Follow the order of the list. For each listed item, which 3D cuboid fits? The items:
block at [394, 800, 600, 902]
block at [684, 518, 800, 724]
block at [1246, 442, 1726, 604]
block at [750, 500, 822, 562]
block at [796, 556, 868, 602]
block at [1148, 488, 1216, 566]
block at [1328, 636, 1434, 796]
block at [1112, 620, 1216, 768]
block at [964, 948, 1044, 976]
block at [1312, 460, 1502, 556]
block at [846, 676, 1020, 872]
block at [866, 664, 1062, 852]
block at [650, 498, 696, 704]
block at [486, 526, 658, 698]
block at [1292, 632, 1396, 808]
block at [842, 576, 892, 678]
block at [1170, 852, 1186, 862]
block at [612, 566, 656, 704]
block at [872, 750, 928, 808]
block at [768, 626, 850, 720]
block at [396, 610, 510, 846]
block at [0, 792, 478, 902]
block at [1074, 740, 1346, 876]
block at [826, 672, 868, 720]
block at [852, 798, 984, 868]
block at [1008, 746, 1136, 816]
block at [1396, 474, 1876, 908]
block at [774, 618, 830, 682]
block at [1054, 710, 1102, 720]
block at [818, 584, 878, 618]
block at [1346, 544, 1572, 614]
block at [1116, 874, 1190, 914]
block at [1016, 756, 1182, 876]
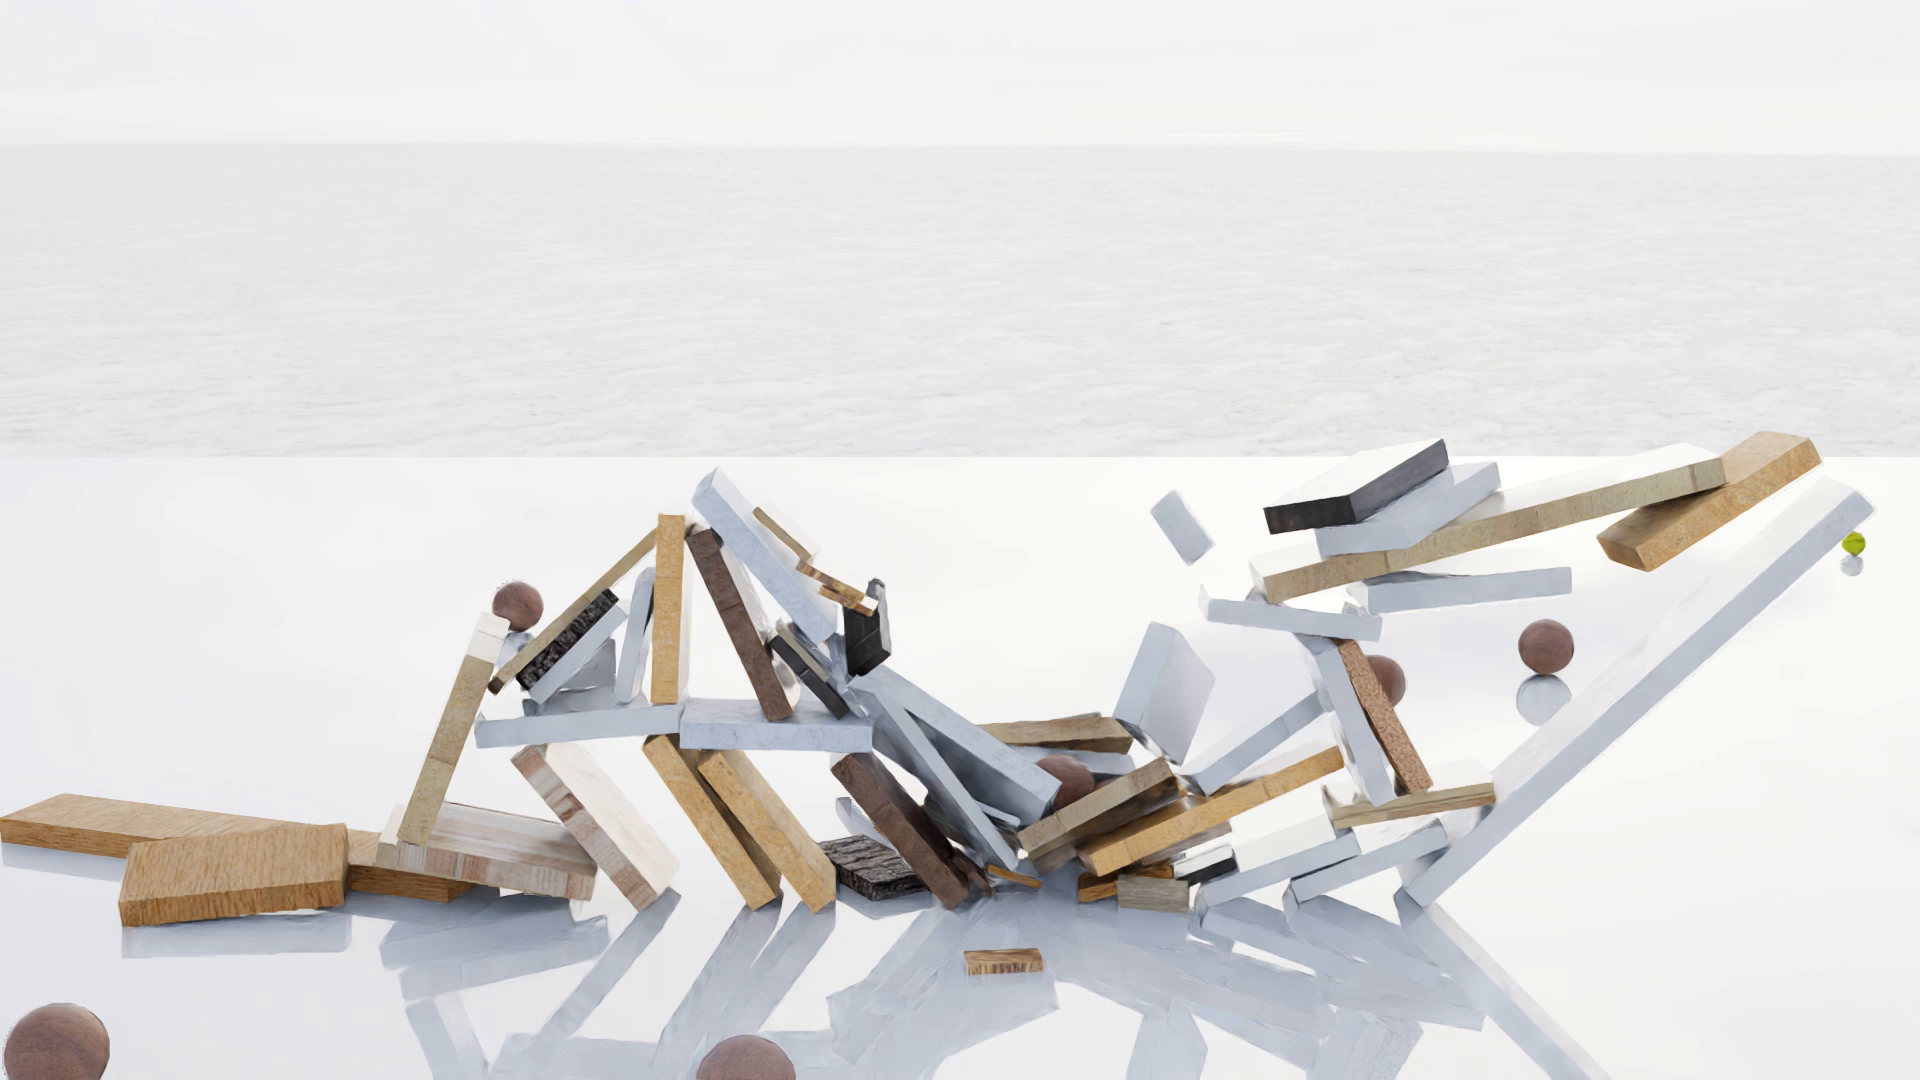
[{"bbox_3d":[-0.749,0.505,3.608,0.320,0.045,0.160,12,20,-5],"label":"block"},{"bbox_3d":[-0.351,0.124,3.576,0.044,0.328,0.154,-23,10,4],"label":"block"},{"bbox_3d":[0.843,-0.030,3.557,0.746,0.046,0.163,-15,10,1],"label":"block"},{"bbox_3d":[-0.280,-0.015,3.555,0.119,0.017,0.059,42,16,3],"label":"block"},{"bbox_3d":[-0.207,0.058,3.565,0.119,0.017,0.059,27,16,-7],"label":"block"},{"bbox_3d":[0.361,-0.021,3.573,0.058,0.115,0.016,-43,-22,25],"label":"block"},{"bbox_3d":[0.681,0.274,3.602,0.039,0.278,0.139,-29,9,4],"label":"block"},{"bbox_3d":[0.337,0.255,3.589,0.047,0.165,0.329,19,-10,22],"label":"block"},{"bbox_3d":[0.066,0.641,3.347,0.115,0.016,0.058,-1,11,-7],"label":"block"},{"bbox_3d":[0.731,-0.053,3.577,0.165,0.047,0.329,-7,13,42],"label":"block"},{"bbox_3d":[-0.041,0.383,3.584,0.024,0.417,0.086,-46,27,-21],"label":"block"},{"bbox_3d":[-0.035,0.351,3.710,0.422,0.172,0.049,33,54,11],"label":"block"},{"bbox_3d":[-0.465,0.096,3.573,0.044,0.308,0.154,4,10,-1],"label":"block"},{"bbox_3d":[-0.619,0.106,3.619,0.412,0.023,0.080,-46,3,-30],"label":"block"},{"bbox_3d":[0.623,0.283,3.566,0.039,0.278,0.139,-24,15,0],"label":"block"},{"bbox_3d":[-0.153,0.144,3.599,0.023,0.080,0.159,33,33,-34],"label":"block"},{"bbox_3d":[0.284,0.518,4.013,0.058,0.016,0.422,-4,11,-23],"label":"block"},{"bbox_3d":[-0.523,0.153,3.583,0.029,0.205,0.103,13,11,1],"label":"block"},{"bbox_3d":[-0.138,0.460,4.121,0.116,0.033,0.372,-3,11,-15],"label":"block"},{"bbox_3d":[-0.246,0.213,3.585,0.024,0.173,0.086,-41,10,5],"label":"block"},{"bbox_3d":[-0.814,0.302,3.535,0.049,0.344,0.172,21,18,-11],"label":"block"},{"bbox_3d":[-1.253,0.533,3.850,0.927,0.045,0.160,4,11,20],"label":"block"},{"bbox_3d":[0.414,0.443,3.655,0.450,0.039,0.138,-23,1,-8],"label":"block"},{"bbox_3d":[-0.179,0.250,3.588,0.013,0.091,0.045,-44,-6,20],"label":"block"},{"bbox_3d":[-0.074,0.522,3.955,0.102,0.029,0.411,-5,11,-23],"label":"block"},{"bbox_3d":[0.135,0.438,3.893,0.327,0.163,0.046,7,44,-29],"label":"block"},{"bbox_3d":[1.081,0.248,3.583,0.946,0.046,0.163,-44,4,10],"label":"block"},{"bbox_3d":[-0.254,0.178,3.552,0.013,0.119,0.045,-40,17,5],"label":"block"},{"bbox_3d":[0.141,0.375,3.958,0.232,0.116,0.033,-9,50,-12],"label":"block"},{"bbox_3d":[-0.181,0.094,3.562,0.094,0.013,0.047,24,17,0],"label":"block"},{"bbox_3d":[0.805,0.063,3.568,0.327,0.046,0.163,-6,12,-2],"label":"block"},{"bbox_3d":[0.315,0.577,3.578,0.115,0.058,0.016,3,33,16],"label":"block"},{"bbox_3d":[0.236,0.465,3.693,0.275,0.039,0.138,-28,-27,-2],"label":"block"}]
